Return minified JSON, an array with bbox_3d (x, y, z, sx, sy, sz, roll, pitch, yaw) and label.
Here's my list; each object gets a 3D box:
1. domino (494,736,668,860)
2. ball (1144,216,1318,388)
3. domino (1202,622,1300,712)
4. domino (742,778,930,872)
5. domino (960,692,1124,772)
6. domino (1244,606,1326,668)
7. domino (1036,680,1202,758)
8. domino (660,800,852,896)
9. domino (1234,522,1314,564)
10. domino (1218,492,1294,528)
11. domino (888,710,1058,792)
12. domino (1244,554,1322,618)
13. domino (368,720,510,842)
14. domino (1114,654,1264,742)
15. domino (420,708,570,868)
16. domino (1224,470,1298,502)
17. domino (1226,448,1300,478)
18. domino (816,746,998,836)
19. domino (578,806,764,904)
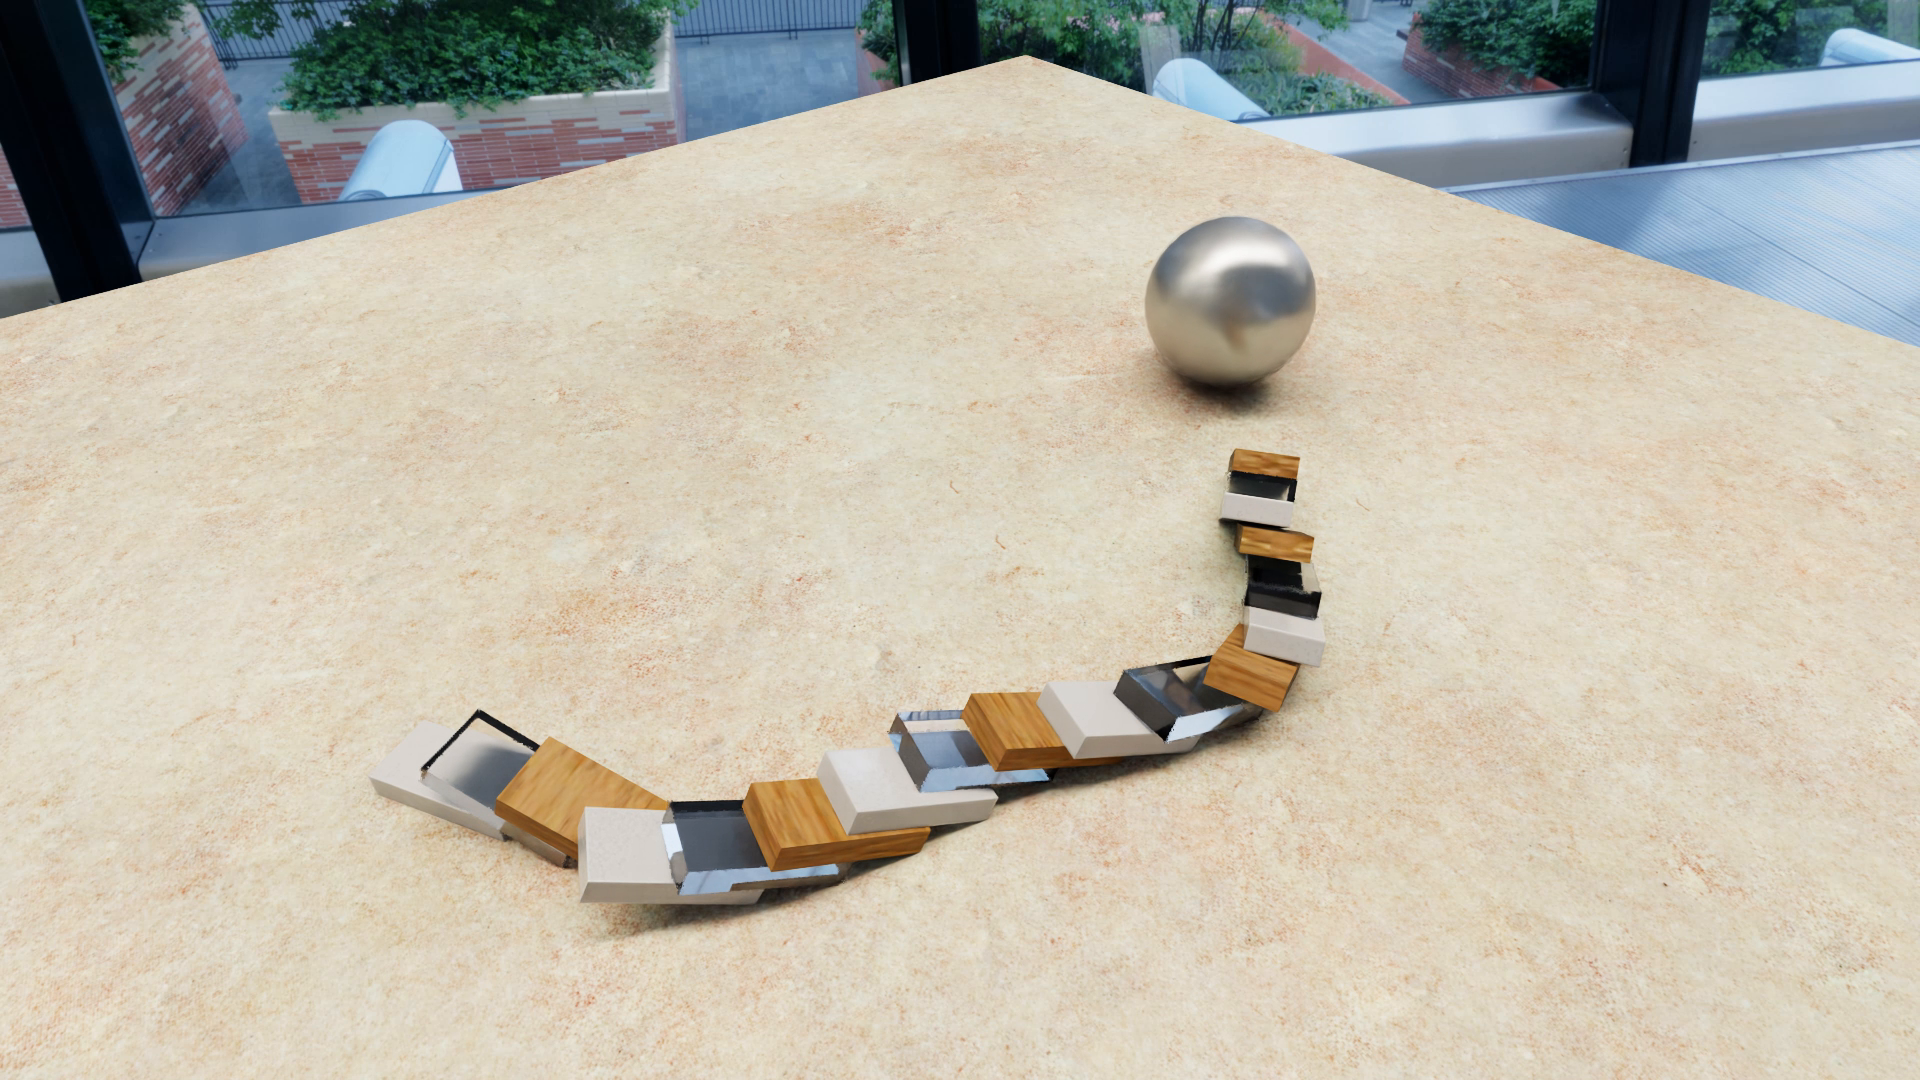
[{"bbox_3d":[-0.109,0.082,0.329,0.050,0.010,0.025,29,43,0],"label":"domino"},{"bbox_3d":[0.129,-0.113,0.526,0.080,0.080,0.080,0,39,0],"label":"ball"},{"bbox_3d":[0.101,0.042,0.374,0.025,0.009,0.050,21,17,20],"label":"domino"},{"bbox_3d":[-0.036,0.083,0.327,0.050,0.009,0.025,4,32,-36],"label":"domino"},{"bbox_3d":[0.028,0.061,0.354,0.050,0.010,0.025,4,33,-33],"label":"domino"},{"bbox_3d":[0.114,0.030,0.389,0.025,0.010,0.050,13,15,12],"label":"domino"},{"bbox_3d":[0.052,0.058,0.358,0.050,0.009,0.025,4,33,-33],"label":"domino"},{"bbox_3d":[-0.059,0.088,0.320,0.050,0.010,0.025,7,33,-33],"label":"domino"},{"bbox_3d":[0.119,0.001,0.421,0.025,0.009,0.050,9,5,11],"label":"domino"},{"bbox_3d":[0.116,-0.011,0.434,0.025,0.009,0.050,9,2,12],"label":"domino"},{"bbox_3d":[0.005,0.066,0.348,0.050,0.010,0.025,4,33,-33],"label":"domino"},{"bbox_3d":[0.119,0.015,0.408,0.025,0.010,0.050,10,14,12],"label":"domino"},{"bbox_3d":[-0.159,0.076,0.351,0.050,0.009,0.025,14,41,16],"label":"domino"},{"bbox_3d":[0.078,0.052,0.366,0.050,0.010,0.025,-3,33,-41],"label":"domino"},{"bbox_3d":[-0.135,0.076,0.336,0.050,0.010,0.025,31,44,0],"label":"domino"},{"bbox_3d":[0.121,-0.020,0.446,0.025,0.009,0.050,9,2,11],"label":"domino"},{"bbox_3d":[0.125,-0.030,0.457,0.025,0.010,0.050,9,2,11],"label":"domino"},{"bbox_3d":[-0.016,0.075,0.336,0.050,0.010,0.025,4,32,-35],"label":"domino"},{"bbox_3d":[-0.083,0.091,0.316,0.050,0.009,0.025,11,34,-28],"label":"domino"}]
